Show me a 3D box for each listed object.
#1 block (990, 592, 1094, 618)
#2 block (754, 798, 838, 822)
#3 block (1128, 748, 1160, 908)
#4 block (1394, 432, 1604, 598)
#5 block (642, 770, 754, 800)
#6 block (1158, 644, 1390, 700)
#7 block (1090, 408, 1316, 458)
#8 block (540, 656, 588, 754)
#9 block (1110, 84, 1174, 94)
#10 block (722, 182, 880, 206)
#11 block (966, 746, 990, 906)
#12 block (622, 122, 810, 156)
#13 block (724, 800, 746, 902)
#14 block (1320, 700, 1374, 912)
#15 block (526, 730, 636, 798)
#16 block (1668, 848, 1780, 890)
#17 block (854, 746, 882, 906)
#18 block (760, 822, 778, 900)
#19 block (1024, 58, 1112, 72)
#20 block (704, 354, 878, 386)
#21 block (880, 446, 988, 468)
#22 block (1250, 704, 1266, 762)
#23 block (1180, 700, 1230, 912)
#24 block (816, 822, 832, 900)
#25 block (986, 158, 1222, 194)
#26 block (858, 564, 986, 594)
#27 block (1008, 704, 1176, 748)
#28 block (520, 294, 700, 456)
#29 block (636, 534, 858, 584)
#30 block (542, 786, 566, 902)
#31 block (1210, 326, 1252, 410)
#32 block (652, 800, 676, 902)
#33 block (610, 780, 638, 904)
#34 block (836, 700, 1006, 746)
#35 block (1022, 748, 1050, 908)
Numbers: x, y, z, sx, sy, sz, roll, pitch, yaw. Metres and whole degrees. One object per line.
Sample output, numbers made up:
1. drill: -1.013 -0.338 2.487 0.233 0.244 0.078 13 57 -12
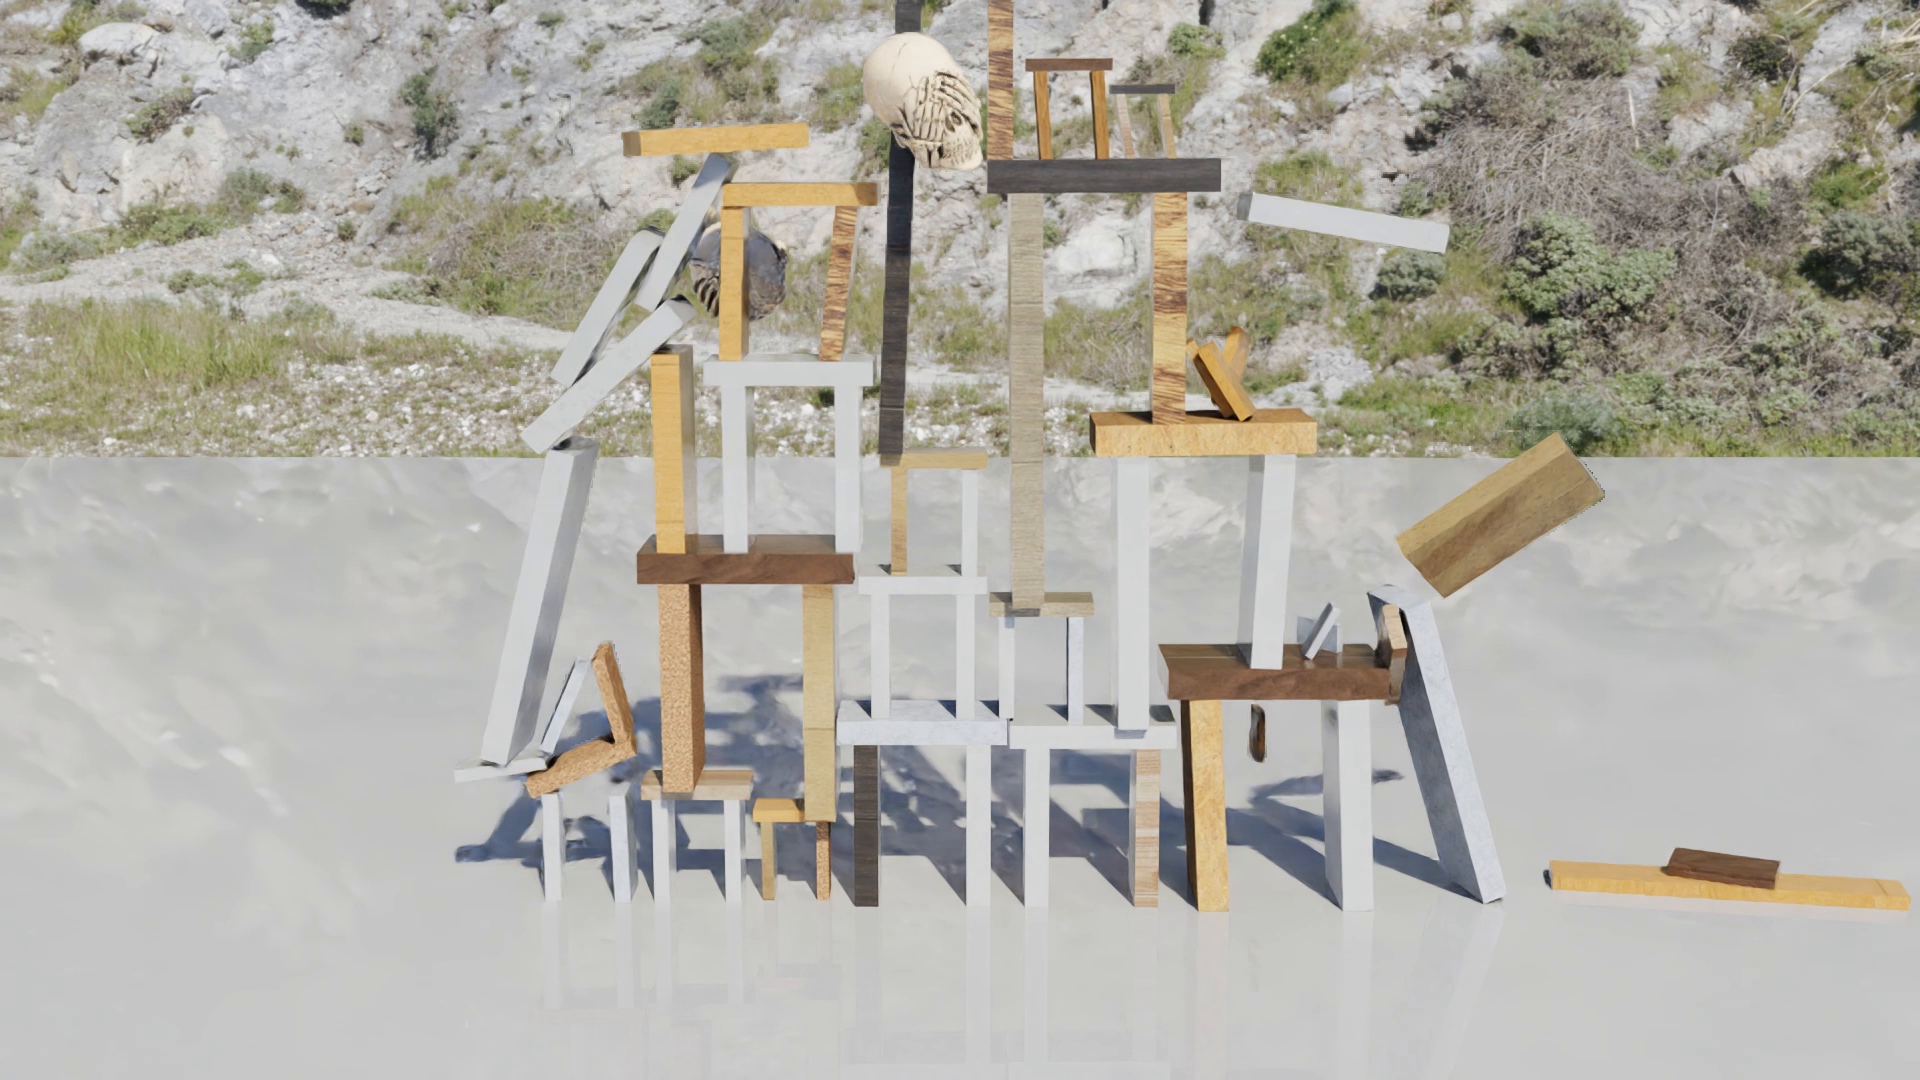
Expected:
1. block: 0.132 0.105 3.578 0.168 0.024 0.084 0 11 0
2. block: -0.272 0.447 3.644 0.135 0.019 0.068 0 11 0
3. block: 0.305 0.458 3.645 0.038 0.269 0.135 0 11 0
4. block: 0.882 -0.038 3.596 0.154 0.309 0.044 39 22 -43
5. block: -0.432 0.404 3.634 0.176 0.025 0.088 0 11 0
6. block: 0.509 0.215 3.603 0.354 0.050 0.177 0 11 -1
7. block: 0.385 -0.173 3.525 0.346 0.049 0.173 -1 11 0
8. block: -0.648 0.270 3.607 0.021 0.148 0.074 22 9 -11
9. block: 0.283 -0.703 3.432 0.098 0.014 0.049 0 11 0
10. block: -0.247 -0.545 3.457 0.239 0.034 0.120 0 11 1
11. block: 0.030 0.454 3.649 0.039 0.275 0.137 0 11 0
12. block: -0.378 -0.619 3.394 0.262 0.037 0.131 -7 12 -20
13. block: -0.373 0.503 3.653 0.025 0.176 0.088 0 11 0
14. block: 0.640 0.415 3.639 0.050 0.354 0.177 -3 11 1
15. block: -0.626 0.367 3.638 0.184 0.026 0.092 -23 14 -3
16. block: 1.281 0.550 3.686 0.169 0.024 0.085 5 12 26
17. block: -0.153 0.454 3.649 0.039 0.275 0.137 0 11 0
18. block: -0.317 0.523 3.657 0.019 0.135 0.068 -1 11 0
19. block: 0.168 -0.738 3.419 0.133 0.019 0.067 0 11 0
20. block: -0.268 -0.272 3.506 0.266 0.038 0.133 0 11 1
21. block: -0.043 -0.132 3.539 0.172 0.024 0.086 0 9 -2
22. block: 0.521 0.338 3.849 0.013 0.093 0.046 -3 17 -8
23. block: 0.403 0.415 3.639 0.050 0.354 0.177 -3 11 1
24. block: -0.226 0.523 3.658 0.019 0.135 0.068 0 11 0
25. block: 0.221 -0.574 3.458 0.358 0.051 0.179 0 11 0
26. block: -0.060 0.064 3.576 0.206 0.029 0.103 0 11 0
27. block: 0.215 0.307 3.617 0.269 0.038 0.135 0 11 0
28. block: -0.558 -0.267 3.516 0.315 0.045 0.157 -41 7 9
29. block: -0.341 0.031 3.567 0.343 0.049 0.171 0 11 0
30. block: -0.674 0.499 3.654 0.026 0.184 0.092 -1 10 -6
31. block: 0.446 -0.279 3.616 0.019 0.132 0.066 12 -6 24
32. block: -0.491 0.503 3.653 0.025 0.176 0.088 0 11 0
33. block: -0.558 0.500 3.652 0.026 0.184 0.092 -1 11 0
34. block: -0.061 0.300 3.620 0.275 0.039 0.137 0 11 0
35. block: 0.126 0.458 3.645 0.038 0.269 0.135 0 11 0
